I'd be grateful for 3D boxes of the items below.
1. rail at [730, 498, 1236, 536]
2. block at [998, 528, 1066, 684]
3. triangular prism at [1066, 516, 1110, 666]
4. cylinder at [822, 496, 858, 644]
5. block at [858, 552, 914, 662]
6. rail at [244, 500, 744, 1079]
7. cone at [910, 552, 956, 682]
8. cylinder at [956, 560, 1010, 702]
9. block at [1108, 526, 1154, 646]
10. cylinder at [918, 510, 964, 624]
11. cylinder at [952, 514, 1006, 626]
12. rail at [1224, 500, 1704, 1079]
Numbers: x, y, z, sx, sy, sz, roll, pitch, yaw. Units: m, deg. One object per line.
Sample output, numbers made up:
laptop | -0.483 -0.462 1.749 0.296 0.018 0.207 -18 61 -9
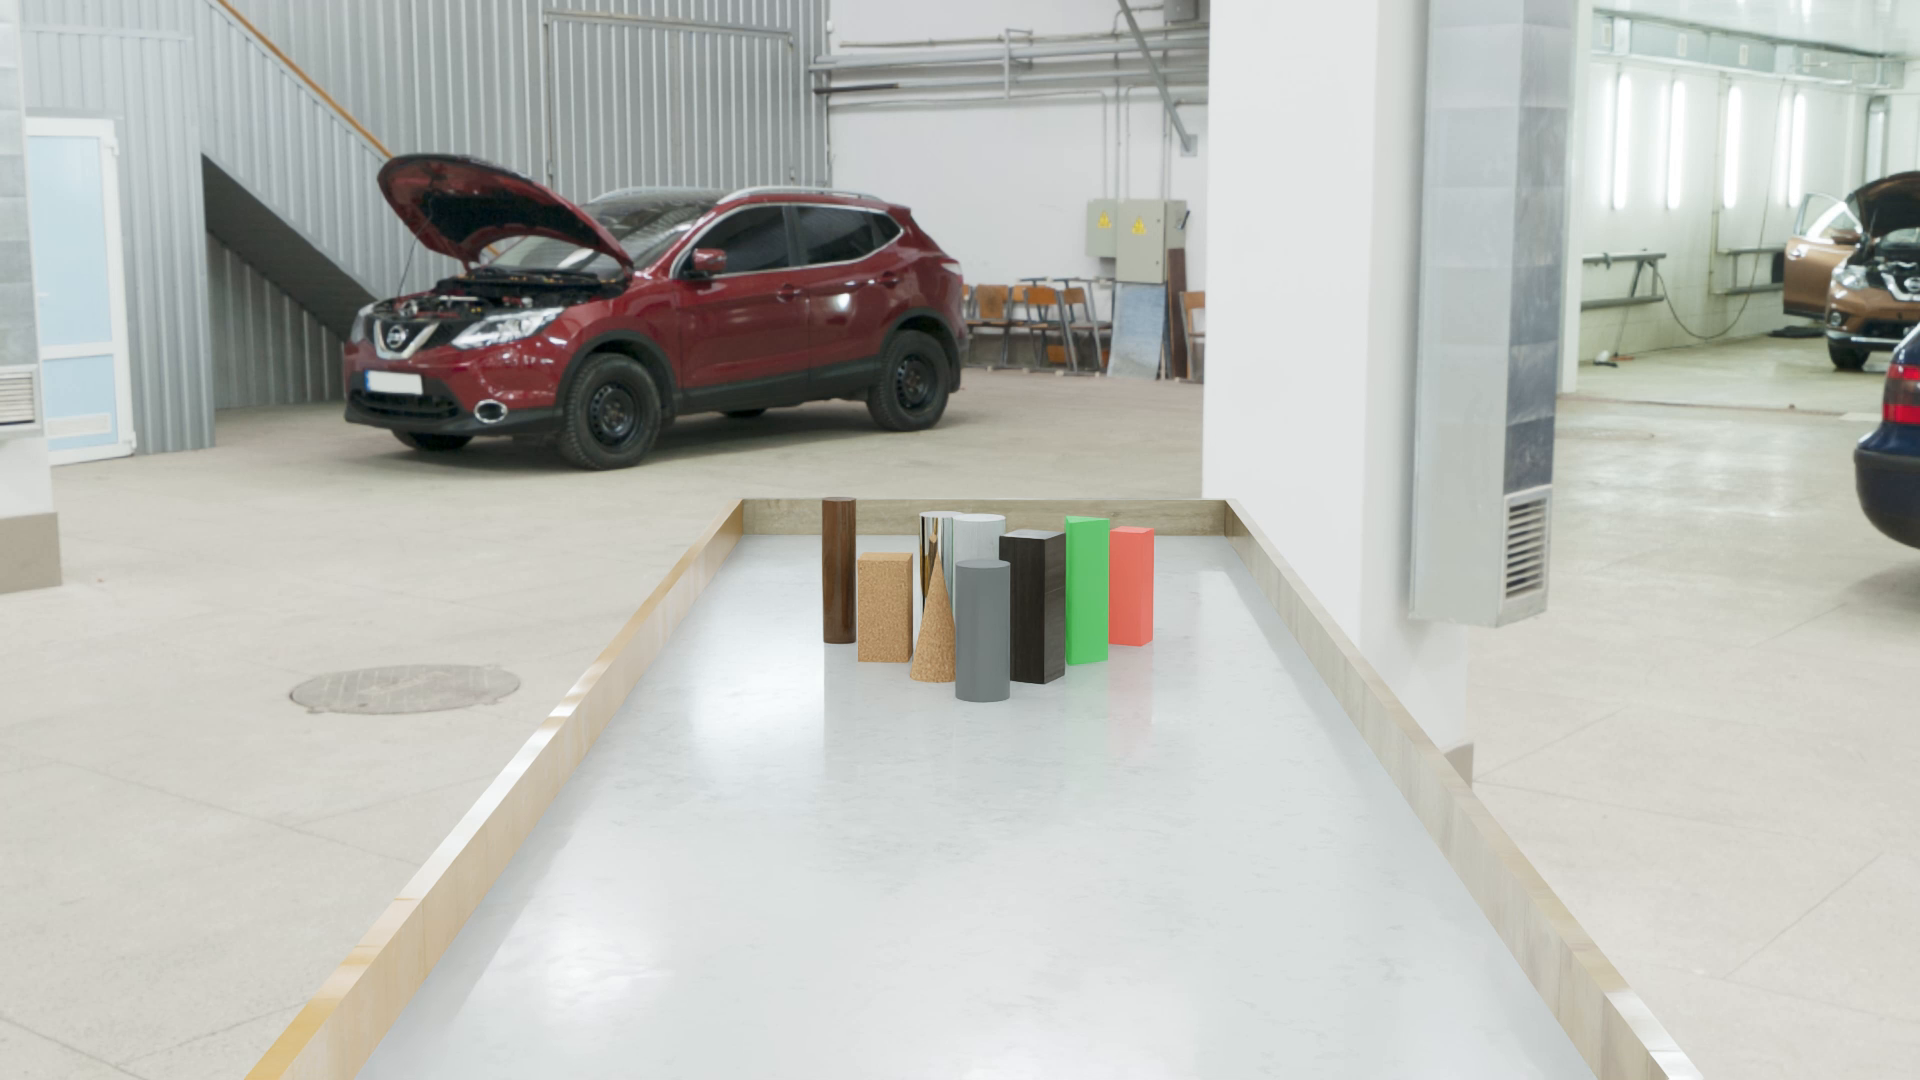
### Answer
rail | 0.099 -0.098 9.147 2.100 0.150 0.050 0 9 1
block | 0.212 0.193 6.430 0.147 0.426 0.147 5 10 27
triangular prism | 0.357 0.149 6.681 0.144 0.435 0.125 -6 11 -32
cylinder | -0.382 0.095 6.953 0.109 0.455 0.109 0 9 0
block | -0.227 0.205 6.717 0.152 0.313 0.152 1 9 5
rail | -1.004 0.839 3.234 0.050 0.150 12.000 0 9 1
cone | -0.065 0.213 6.445 0.167 0.383 0.167 0 9 0
cylinder | 0.064 0.254 6.190 0.155 0.381 0.155 0 9 0
block | 0.540 0.145 6.942 0.110 0.360 0.110 4 10 24
cylinder | -0.057 0.122 6.931 0.145 0.410 0.145 0 9 0
cylinder | 0.058 0.146 6.699 0.161 0.434 0.161 0 9 0
rail | 1.046 0.843 3.208 0.050 0.150 12.000 0 9 1
